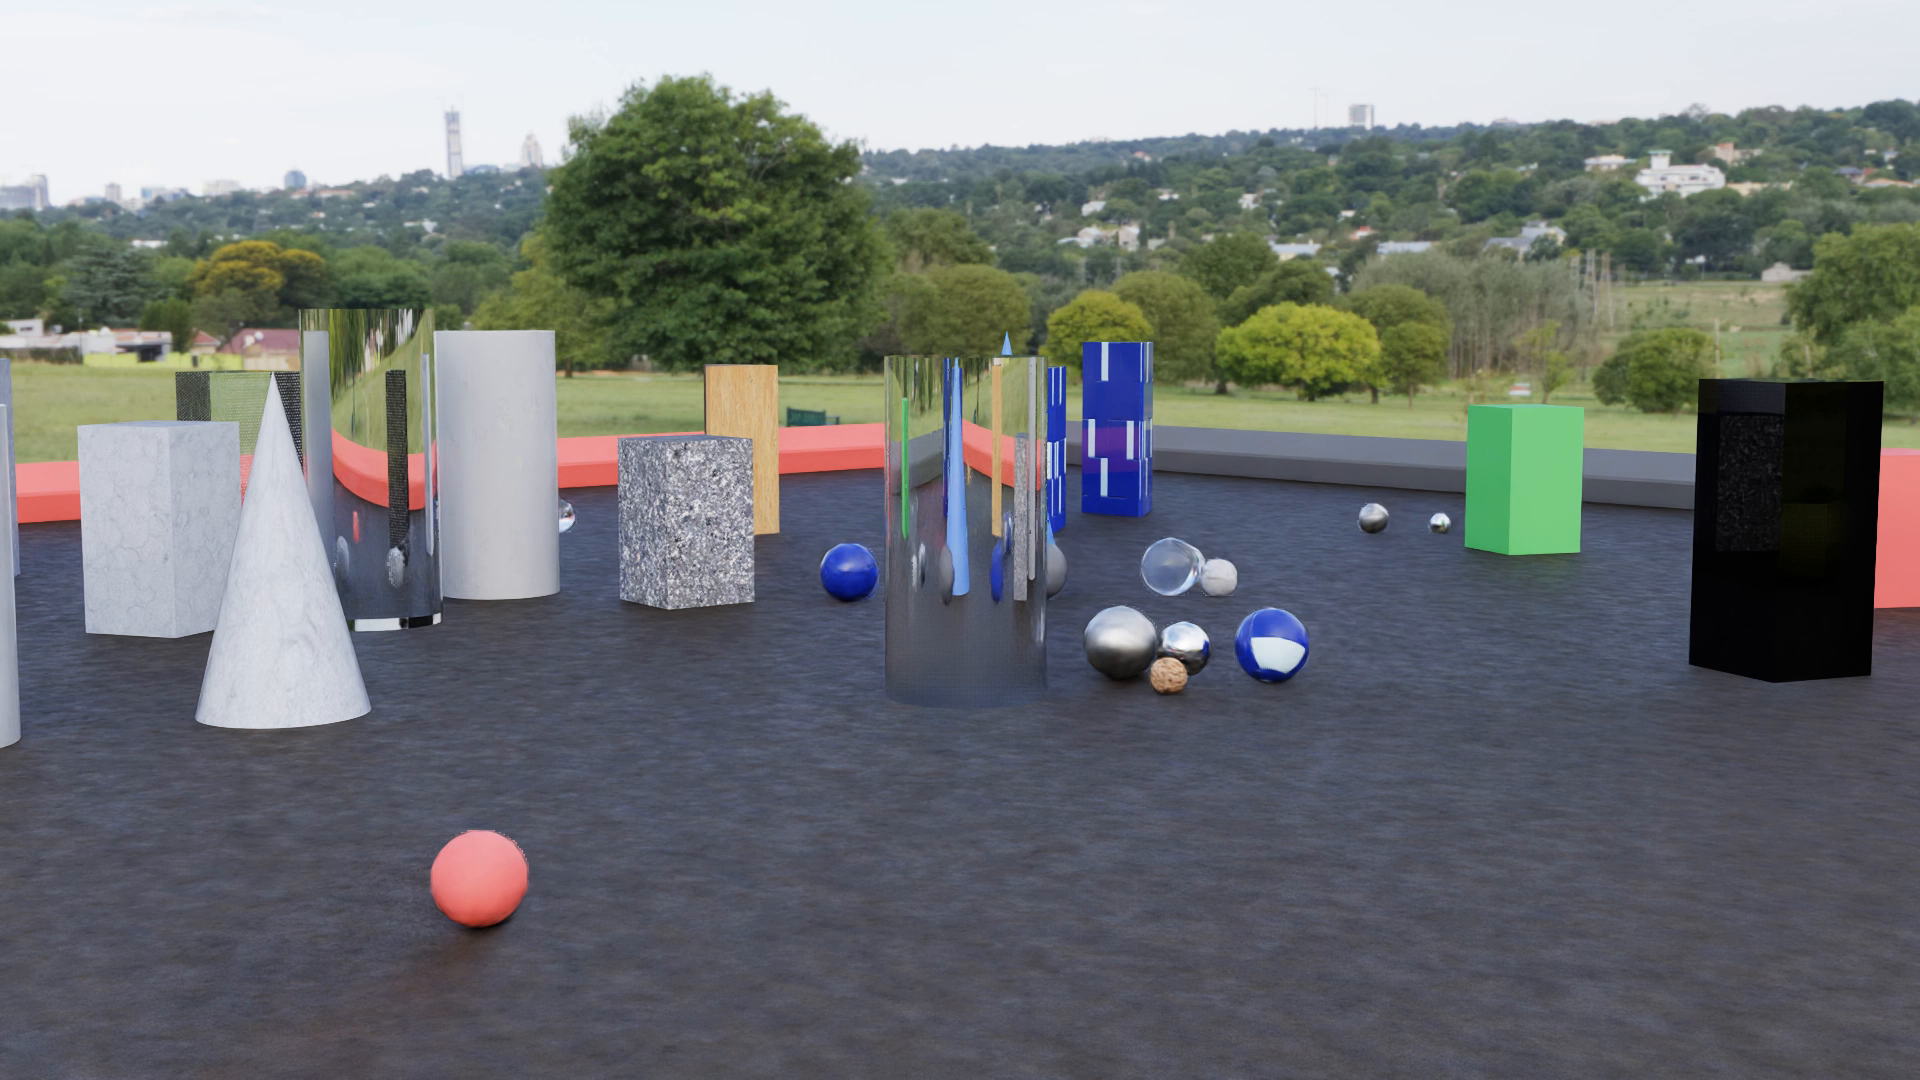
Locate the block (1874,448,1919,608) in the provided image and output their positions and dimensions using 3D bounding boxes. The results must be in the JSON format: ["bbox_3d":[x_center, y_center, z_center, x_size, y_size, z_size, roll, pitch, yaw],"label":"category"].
[{"bbox_3d":[1.401,-0.021,3.333,0.149,0.227,0.149,-1,6,-11],"label":"block"}]

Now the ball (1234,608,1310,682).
[{"bbox_3d":[0.370,0.125,2.611,0.089,0.089,0.089,0,6,0],"label":"ball"}]

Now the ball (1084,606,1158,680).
[{"bbox_3d":[0.192,0.123,2.634,0.088,0.088,0.088,0,6,0],"label":"ball"}]

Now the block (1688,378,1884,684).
[{"bbox_3d":[1.007,-0.017,2.687,0.149,0.356,0.149,-2,7,-22],"label":"block"}]

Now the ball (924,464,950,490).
[{"bbox_3d":[-0.057,-0.155,5.382,0.061,0.061,0.061,0,6,0],"label":"ball"}]

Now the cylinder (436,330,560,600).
[{"bbox_3d":[-0.721,-0.121,3.424,0.186,0.407,0.186,0,6,0],"label":"cylinder"}]

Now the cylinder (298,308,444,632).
[{"bbox_3d":[-0.829,-0.104,3.098,0.186,0.441,0.186,0,6,0],"label":"cylinder"}]

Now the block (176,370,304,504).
[{"bbox_3d":[-1.248,-0.126,3.819,0.149,0.333,0.149,5,8,39],"label":"block"}]

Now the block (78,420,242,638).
[{"bbox_3d":[-1.103,-0.019,3.044,0.149,0.284,0.149,2,6,19],"label":"block"}]

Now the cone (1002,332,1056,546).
[{"bbox_3d":[0.075,-0.133,3.537,0.186,0.406,0.186,0,6,0],"label":"cone"}]

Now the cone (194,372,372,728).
[{"bbox_3d":[-0.744,0.003,2.402,0.186,0.375,0.186,0,6,0],"label":"cone"}]

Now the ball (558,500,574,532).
[{"bbox_3d":[-0.793,-0.047,4.333,0.067,0.067,0.067,0,6,0],"label":"ball"}]

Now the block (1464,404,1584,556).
[{"bbox_3d":[1.034,-0.114,4.034,0.149,0.263,0.149,-2,6,-18],"label":"block"}]

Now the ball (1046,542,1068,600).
[{"bbox_3d":[0.118,0.046,3.336,0.092,0.092,0.092,0,6,0],"label":"ball"}]

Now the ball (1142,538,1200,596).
[{"bbox_3d":[0.324,0.042,3.394,0.090,0.090,0.090,0,6,0],"label":"ball"}]

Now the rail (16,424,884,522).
[{"bbox_3d":[-1.480,-0.138,4.927,4.435,0.121,0.045,-6,8,-42],"label":"rail"}]

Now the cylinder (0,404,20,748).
[{"bbox_3d":[-1.061,0.037,2.230,0.186,0.344,0.186,0,6,0],"label":"cylinder"}]

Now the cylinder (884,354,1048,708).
[{"bbox_3d":[0.007,-0.015,2.515,0.186,0.388,0.186,0,6,0],"label":"cylinder"}]

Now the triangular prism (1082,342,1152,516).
[{"bbox_3d":[0.371,-0.244,4.760,0.161,0.369,0.139,5,8,42],"label":"triangular prism"}]

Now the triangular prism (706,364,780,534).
[{"bbox_3d":[-0.463,-0.180,4.336,0.161,0.330,0.139,-5,8,-38],"label":"triangular prism"}]

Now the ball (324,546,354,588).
[{"bbox_3d":[-0.998,0.042,3.496,0.067,0.067,0.067,0,6,0],"label":"ball"}]

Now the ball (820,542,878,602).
[{"bbox_3d":[-0.168,0.049,3.331,0.089,0.089,0.089,0,6,0],"label":"ball"}]

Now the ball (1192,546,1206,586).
[{"bbox_3d":[0.354,0.042,3.485,0.070,0.070,0.070,0,6,0],"label":"ball"}]

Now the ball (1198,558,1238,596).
[{"bbox_3d":[0.398,0.058,3.386,0.059,0.059,0.059,0,6,0],"label":"ball"}]

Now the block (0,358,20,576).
[{"bbox_3d":[-1.632,-0.113,3.574,0.149,0.359,0.149,-1,6,-10],"label":"block"}]

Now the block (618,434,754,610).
[{"bbox_3d":[-0.416,-0.031,3.334,0.149,0.247,0.149,-5,8,-37],"label":"block"}]

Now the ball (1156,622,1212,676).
[{"bbox_3d":[0.265,0.130,2.609,0.065,0.065,0.065,0,6,0],"label":"ball"}]

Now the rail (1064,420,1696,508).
[{"bbox_3d":[1.612,-0.126,4.812,0.045,0.121,4.413,-6,8,-42],"label":"rail"}]

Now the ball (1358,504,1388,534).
[{"bbox_3d":[0.812,-0.042,4.322,0.060,0.060,0.060,0,6,0],"label":"ball"}]

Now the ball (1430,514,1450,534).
[{"bbox_3d":[0.941,-0.032,4.309,0.042,0.042,0.042,0,6,0],"label":"ball"}]

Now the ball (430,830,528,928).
[{"bbox_3d":[-0.346,0.244,1.583,0.069,0.069,0.069,0,6,0],"label":"ball"}]

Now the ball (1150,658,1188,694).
[{"bbox_3d":[0.240,0.156,2.533,0.043,0.043,0.043,0,6,0],"label":"ball"}]

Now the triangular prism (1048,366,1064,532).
[{"bbox_3d":[0.167,-0.186,4.430,0.161,0.324,0.139,5,8,40],"label":"triangular prism"}]
